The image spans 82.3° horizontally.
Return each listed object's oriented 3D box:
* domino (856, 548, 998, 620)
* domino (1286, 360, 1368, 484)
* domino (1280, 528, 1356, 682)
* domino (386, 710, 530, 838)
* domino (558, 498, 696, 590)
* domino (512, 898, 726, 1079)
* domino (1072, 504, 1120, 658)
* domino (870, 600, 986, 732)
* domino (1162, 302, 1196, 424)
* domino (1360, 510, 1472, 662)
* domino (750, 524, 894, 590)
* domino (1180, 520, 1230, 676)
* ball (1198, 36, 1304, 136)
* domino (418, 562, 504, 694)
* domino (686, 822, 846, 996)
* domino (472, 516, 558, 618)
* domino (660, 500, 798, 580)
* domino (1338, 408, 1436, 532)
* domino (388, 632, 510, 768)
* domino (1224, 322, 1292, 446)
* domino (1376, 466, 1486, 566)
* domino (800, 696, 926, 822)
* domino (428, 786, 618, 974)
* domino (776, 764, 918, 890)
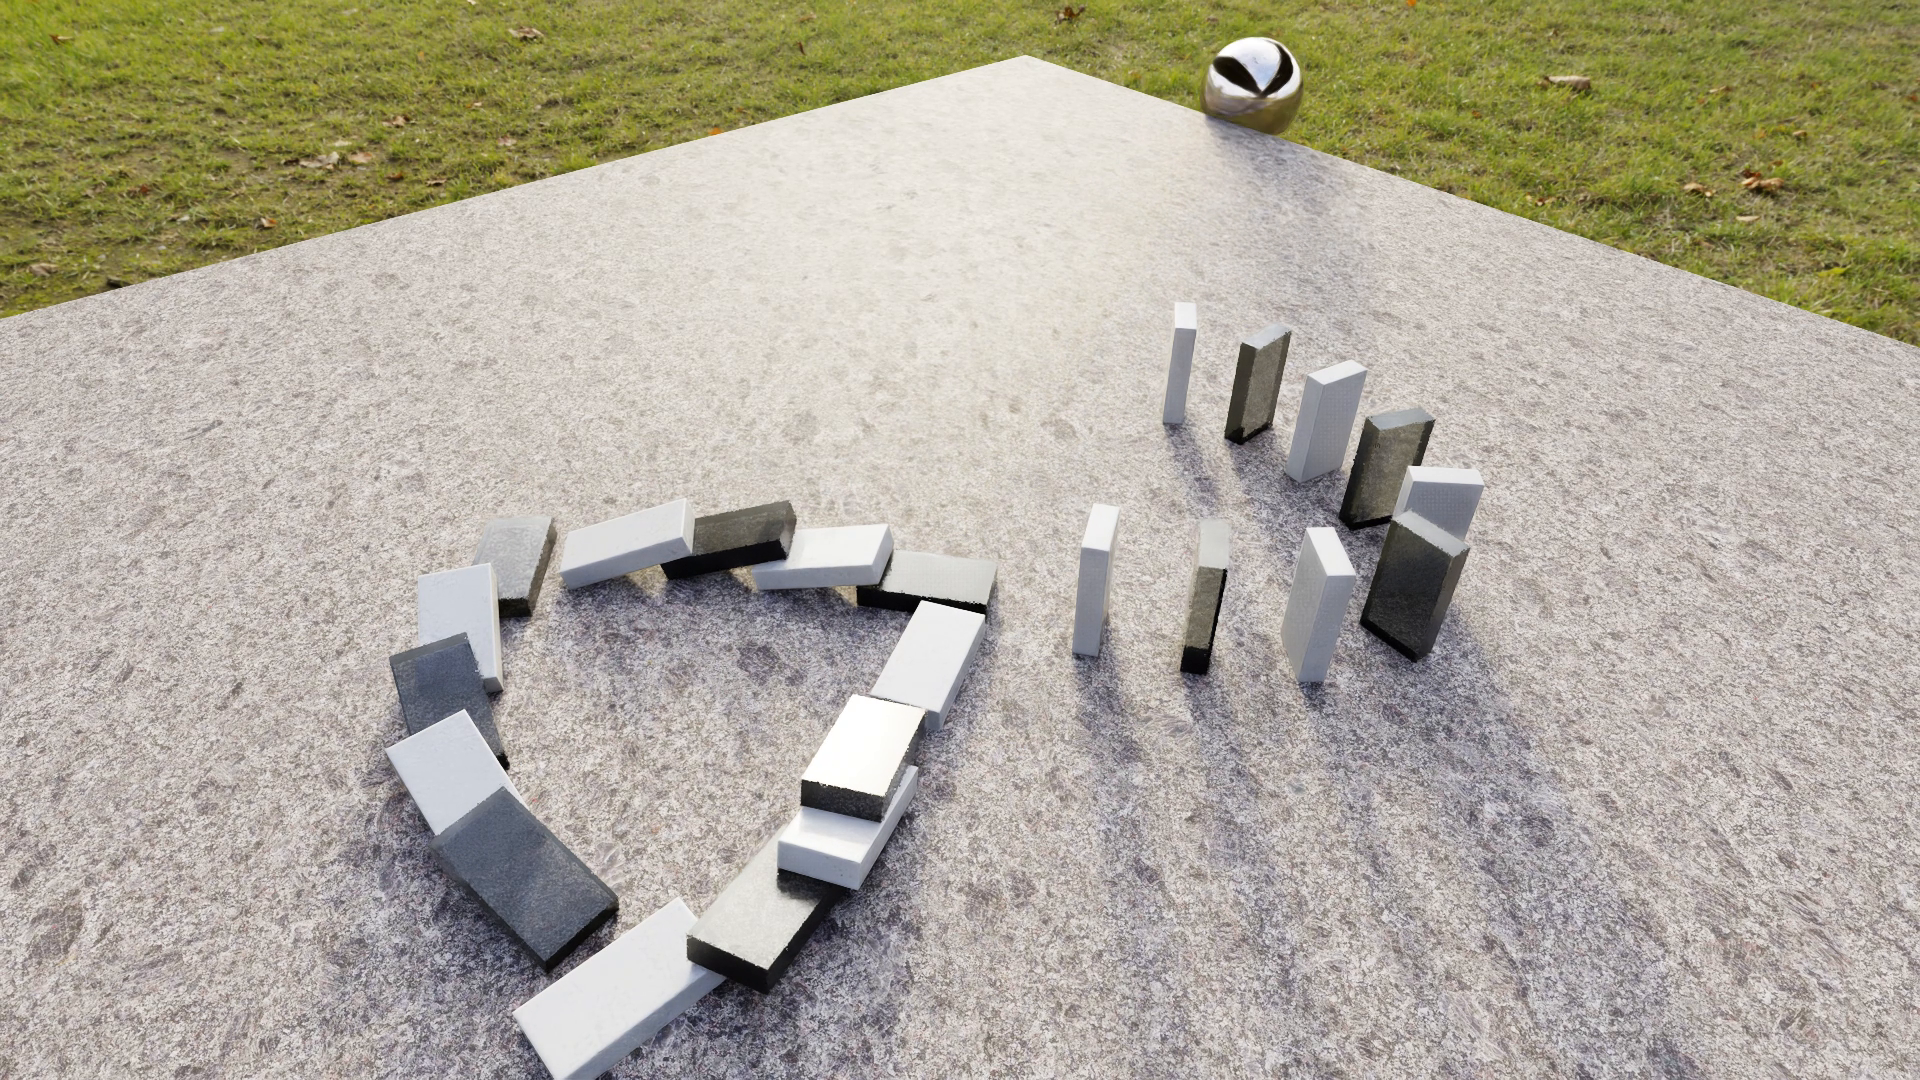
[{"bbox_3d":[-0.012,0.017,0.423,0.050,0.010,0.025,7,40,9],"label":"domino"},{"bbox_3d":[0.157,-0.051,0.473,0.025,0.050,0.010,-20,43,-23],"label":"domino"},{"bbox_3d":[0.124,0.023,0.383,0.009,0.050,0.025,-1,39,-2],"label":"domino"},{"bbox_3d":[-0.152,0.079,0.338,0.025,0.010,0.050,-29,63,-31],"label":"domino"},{"bbox_3d":[-0.130,0.001,0.432,0.050,0.010,0.025,-16,40,4],"label":"domino"},{"bbox_3d":[-0.090,0.122,0.295,0.050,0.009,0.025,-31,48,-32],"label":"domino"},{"bbox_3d":[0.049,0.015,0.393,0.009,0.050,0.025,10,40,12],"label":"domino"},{"bbox_3d":[-0.011,0.044,0.390,0.025,0.010,0.050,12,41,15],"label":"domino"},{"bbox_3d":[0.102,-0.082,0.511,0.010,0.050,0.025,5,40,7],"label":"domino"},{"bbox_3d":[0.161,0.017,0.391,0.009,0.050,0.025,-24,45,-26],"label":"domino"},{"bbox_3d":[-0.053,0.007,0.426,0.050,0.009,0.025,-3,37,17],"label":"domino"},{"bbox_3d":[0.086,0.021,0.386,0.009,0.050,0.025,8,40,9],"label":"domino"},{"bbox_3d":[0.229,-0.352,0.864,0.080,0.080,0.080,0,39,0],"label":"ball"},{"bbox_3d":[-0.179,0.033,0.394,0.025,0.010,0.050,-11,54,-13],"label":"domino"},{"bbox_3d":[-0.051,0.102,0.310,0.025,0.009,0.050,16,28,18],"label":"domino"},{"bbox_3d":[-0.176,0.010,0.431,0.025,0.010,0.050,-3,39,-4],"label":"domino"},{"bbox_3d":[-0.091,0.000,0.434,0.050,0.009,0.025,-10,38,11],"label":"domino"},{"bbox_3d":[0.172,-0.028,0.446,0.025,0.050,0.010,-11,41,-13],"label":"domino"},{"bbox_3d":[-0.169,0.057,0.364,0.025,0.010,0.050,-19,58,-22],"label":"domino"},{"bbox_3d":[0.134,-0.070,0.497,0.025,0.050,0.009,-31,48,-32],"label":"domino"},{"bbox_3d":[0.177,-0.004,0.417,0.025,0.050,0.010,4,39,4],"label":"domino"},{"bbox_3d":[-0.029,0.067,0.344,0.025,0.010,0.050,10,23,10],"label":"domino"},{"bbox_3d":[-0.125,0.097,0.316,0.050,0.009,0.025,36,50,17],"label":"domino"},{"bbox_3d":[-0.033,0.083,0.331,0.025,0.009,0.050,11,23,14],"label":"domino"}]
